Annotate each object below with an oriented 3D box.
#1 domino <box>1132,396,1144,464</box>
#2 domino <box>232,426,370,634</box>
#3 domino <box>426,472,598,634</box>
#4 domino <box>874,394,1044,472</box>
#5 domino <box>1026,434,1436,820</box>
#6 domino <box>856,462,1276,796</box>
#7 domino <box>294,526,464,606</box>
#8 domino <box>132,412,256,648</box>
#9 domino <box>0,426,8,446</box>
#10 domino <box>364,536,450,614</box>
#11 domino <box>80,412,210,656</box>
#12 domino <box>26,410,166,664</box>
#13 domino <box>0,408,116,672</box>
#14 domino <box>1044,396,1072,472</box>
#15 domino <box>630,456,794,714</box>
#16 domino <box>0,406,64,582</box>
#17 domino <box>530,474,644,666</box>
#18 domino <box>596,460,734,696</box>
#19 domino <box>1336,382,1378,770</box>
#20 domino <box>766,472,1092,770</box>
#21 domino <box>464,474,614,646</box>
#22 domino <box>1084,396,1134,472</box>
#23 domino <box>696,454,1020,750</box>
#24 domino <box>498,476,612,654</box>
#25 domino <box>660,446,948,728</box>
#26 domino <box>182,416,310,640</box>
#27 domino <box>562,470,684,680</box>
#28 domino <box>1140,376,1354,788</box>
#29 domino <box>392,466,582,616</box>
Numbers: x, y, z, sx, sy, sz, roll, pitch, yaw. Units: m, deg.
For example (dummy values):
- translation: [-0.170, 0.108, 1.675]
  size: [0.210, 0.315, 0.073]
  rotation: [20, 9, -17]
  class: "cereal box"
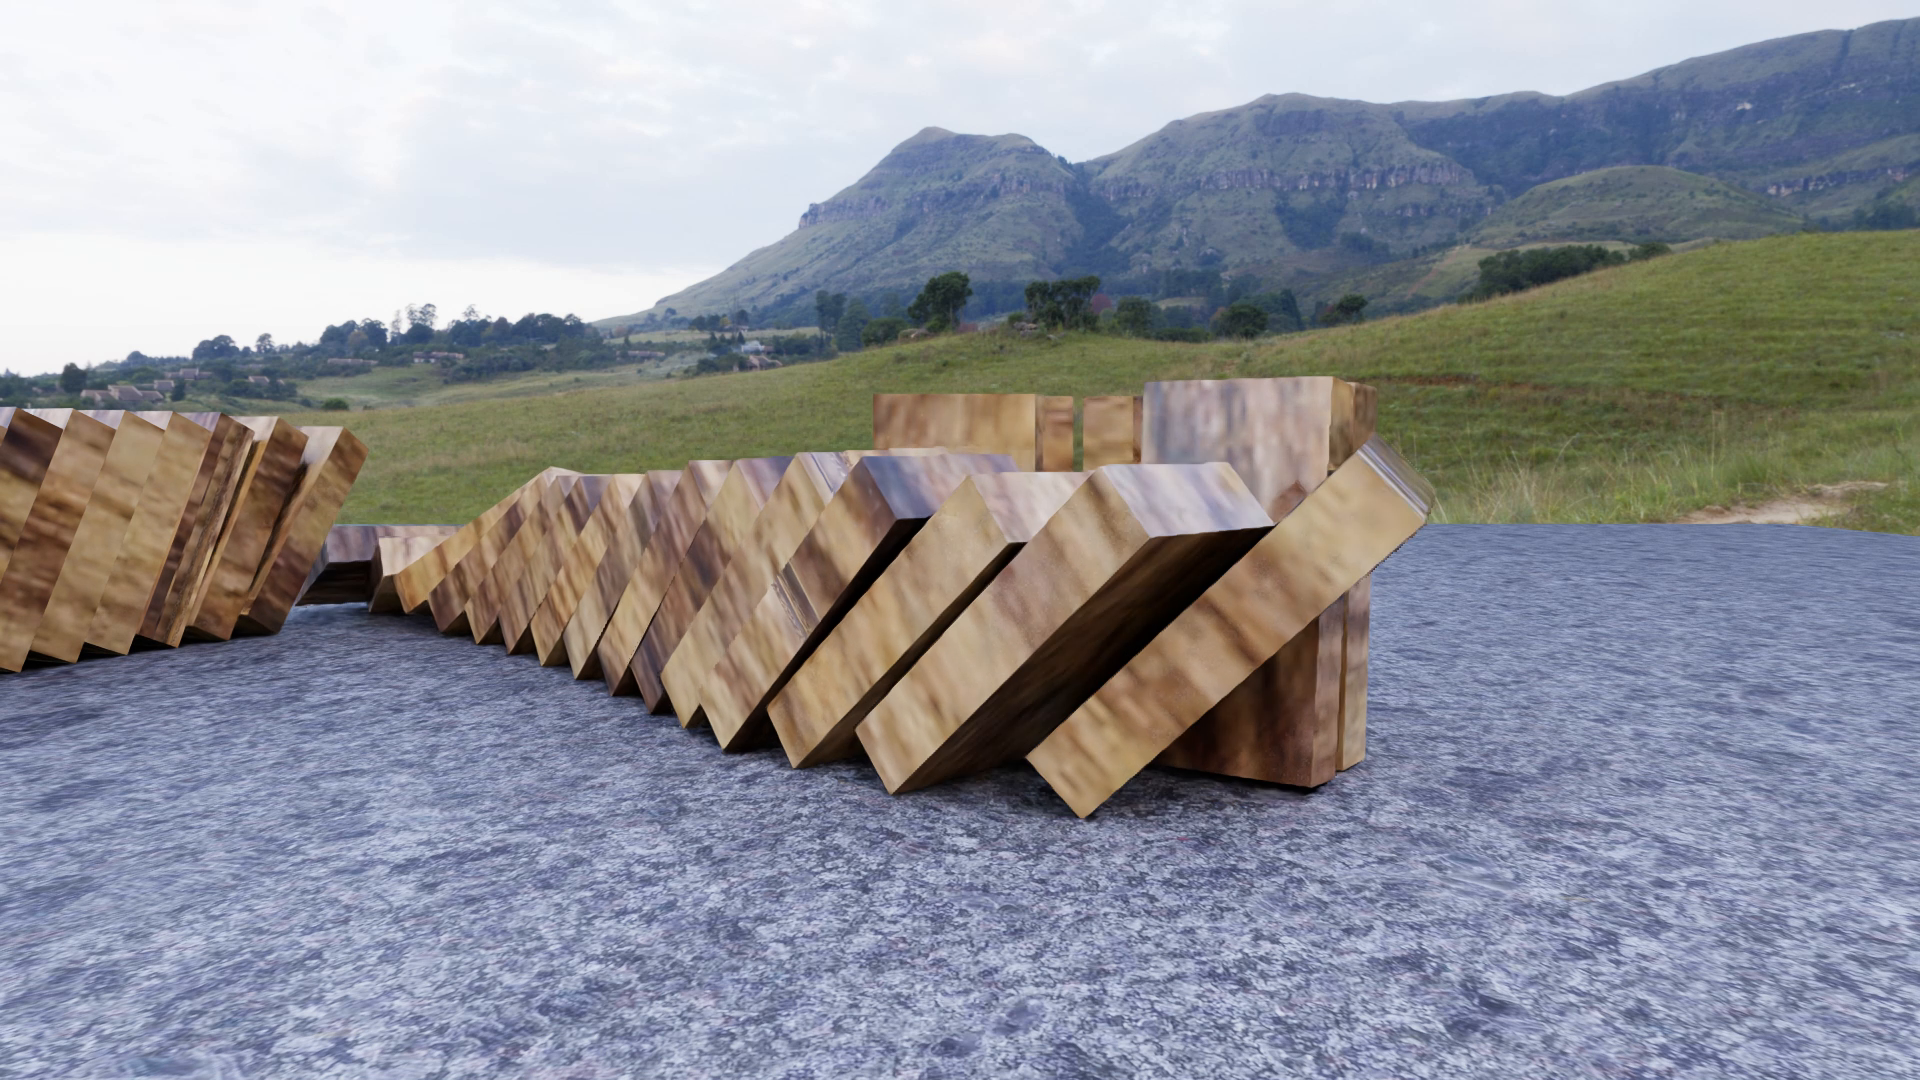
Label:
- translation: [0.040, 0.002, 0.207]
  size: [0.025, 0.050, 0.010]
  rotation: [-3, 5, -36]
  class: "domino"
- translation: [-0.161, -0.003, 0.299]
  size: [0.025, 0.050, 0.010]
  rotation: [2, -30, 19]
  class: "domino"
- translation: [-0.092, 0.003, 0.281]
  size: [0.050, 0.010, 0.025]
  rotation: [-37, -19, 31]
  class: "domino"
- translation: [0.000, 0.003, 0.200]
  size: [0.025, 0.050, 0.009]
  rotation: [1, 4, 11]
  class: "domino"
- translation: [0.031, 0.010, 0.148]
  size: [0.050, 0.009, 0.025]
  rotation: [-46, -9, 22]
  class: "domino"
- translation: [0.011, 0.011, 0.153]
  size: [0.025, 0.009, 0.050]
  rotation: [-5, -35, -47]
  class: "domino"
- translation: [-0.143, 0.006, 0.334]
  size: [0.050, 0.010, 0.025]
  rotation: [-1, -26, -47]
  class: "domino"
- translation: [-0.173, -0.003, 0.276]
  size: [0.025, 0.050, 0.010]
  rotation: [2, -21, 19]
  class: "domino"
- translation: [-0.192, 0.001, 0.227]
  size: [0.025, 0.050, 0.009]
  rotation: [2, -21, 19]
  class: "domino"
- translation: [-0.122, 0.008, 0.325]
  size: [0.050, 0.009, 0.025]
  rotation: [-3, -23, -34]
  class: "domino"
- translation: [-0.177, -0.002, 0.267]
  size: [0.025, 0.050, 0.009]
  rotation: [2, -21, 19]
  class: "domino"
- translation: [-0.181, -0.001, 0.257]
  size: [0.025, 0.050, 0.009]
  rotation: [2, -21, 19]
  class: "domino"
- translation: [-0.185, -0.001, 0.247]
  size: [0.025, 0.050, 0.010]
  rotation: [2, -21, 19]
  class: "domino"
- translation: [0.009, 0.001, 0.216]
  size: [0.010, 0.050, 0.025]
  rotation: [-2, 5, -24]
  class: "domino"
- translation: [-0.030, 0.007, 0.196]
  size: [0.025, 0.010, 0.050]
  rotation: [-7, -34, -39]
  class: "domino"
- translation: [-0.188, 0.000, 0.237]
  size: [0.025, 0.050, 0.009]
  rotation: [1, -21, 19]
  class: "domino"
- translation: [-0.059, 0.006, 0.238]
  size: [0.025, 0.010, 0.050]
  rotation: [-3, -31, -39]
  class: "domino"
- translation: [-0.039, 0.007, 0.210]
  size: [0.025, 0.010, 0.050]
  rotation: [-4, -36, -37]
  class: "domino"
- translation: [0.042, 0.004, 0.176]
  size: [0.025, 0.050, 0.009]
  rotation: [3, 3, 34]
  class: "domino"
- translation: [-0.001, 0.011, 0.164]
  size: [0.025, 0.009, 0.050]
  rotation: [-4, -34, -44]
  class: "domino"
- translation: [-0.081, 0.004, 0.267]
  size: [0.025, 0.009, 0.050]
  rotation: [-4, -29, -46]
  class: "domino"
- translation: [0.026, 0.001, 0.218]
  size: [0.009, 0.050, 0.025]
  rotation: [0, 4, 6]
  class: "domino"
- translation: [-0.013, 0.009, 0.172]
  size: [0.025, 0.009, 0.050]
  rotation: [-5, -35, -44]
  class: "domino"
- translation: [-0.070, 0.005, 0.252]
  size: [0.025, 0.010, 0.050]
  rotation: [-4, -30, -40]
  class: "domino"
- translation: [-0.021, 0.007, 0.183]
  size: [0.025, 0.010, 0.050]
  rotation: [-6, -35, -42]
  class: "domino"
- translation: [-0.167, -0.003, 0.287]
  size: [0.025, 0.050, 0.009]
  rotation: [2, -24, 19]
  class: "domino"
- translation: [-0.049, 0.007, 0.224]
  size: [0.025, 0.009, 0.050]
  rotation: [-3, -33, -37]
  class: "domino"
- translation: [0.036, 0.005, 0.166]
  size: [0.025, 0.050, 0.010]
  rotation: [3, -1, 33]
  class: "domino"
- translation: [-0.103, 0.002, 0.296]
  size: [0.050, 0.010, 0.025]
  rotation: [-31, -16, 17]
  class: "domino"
